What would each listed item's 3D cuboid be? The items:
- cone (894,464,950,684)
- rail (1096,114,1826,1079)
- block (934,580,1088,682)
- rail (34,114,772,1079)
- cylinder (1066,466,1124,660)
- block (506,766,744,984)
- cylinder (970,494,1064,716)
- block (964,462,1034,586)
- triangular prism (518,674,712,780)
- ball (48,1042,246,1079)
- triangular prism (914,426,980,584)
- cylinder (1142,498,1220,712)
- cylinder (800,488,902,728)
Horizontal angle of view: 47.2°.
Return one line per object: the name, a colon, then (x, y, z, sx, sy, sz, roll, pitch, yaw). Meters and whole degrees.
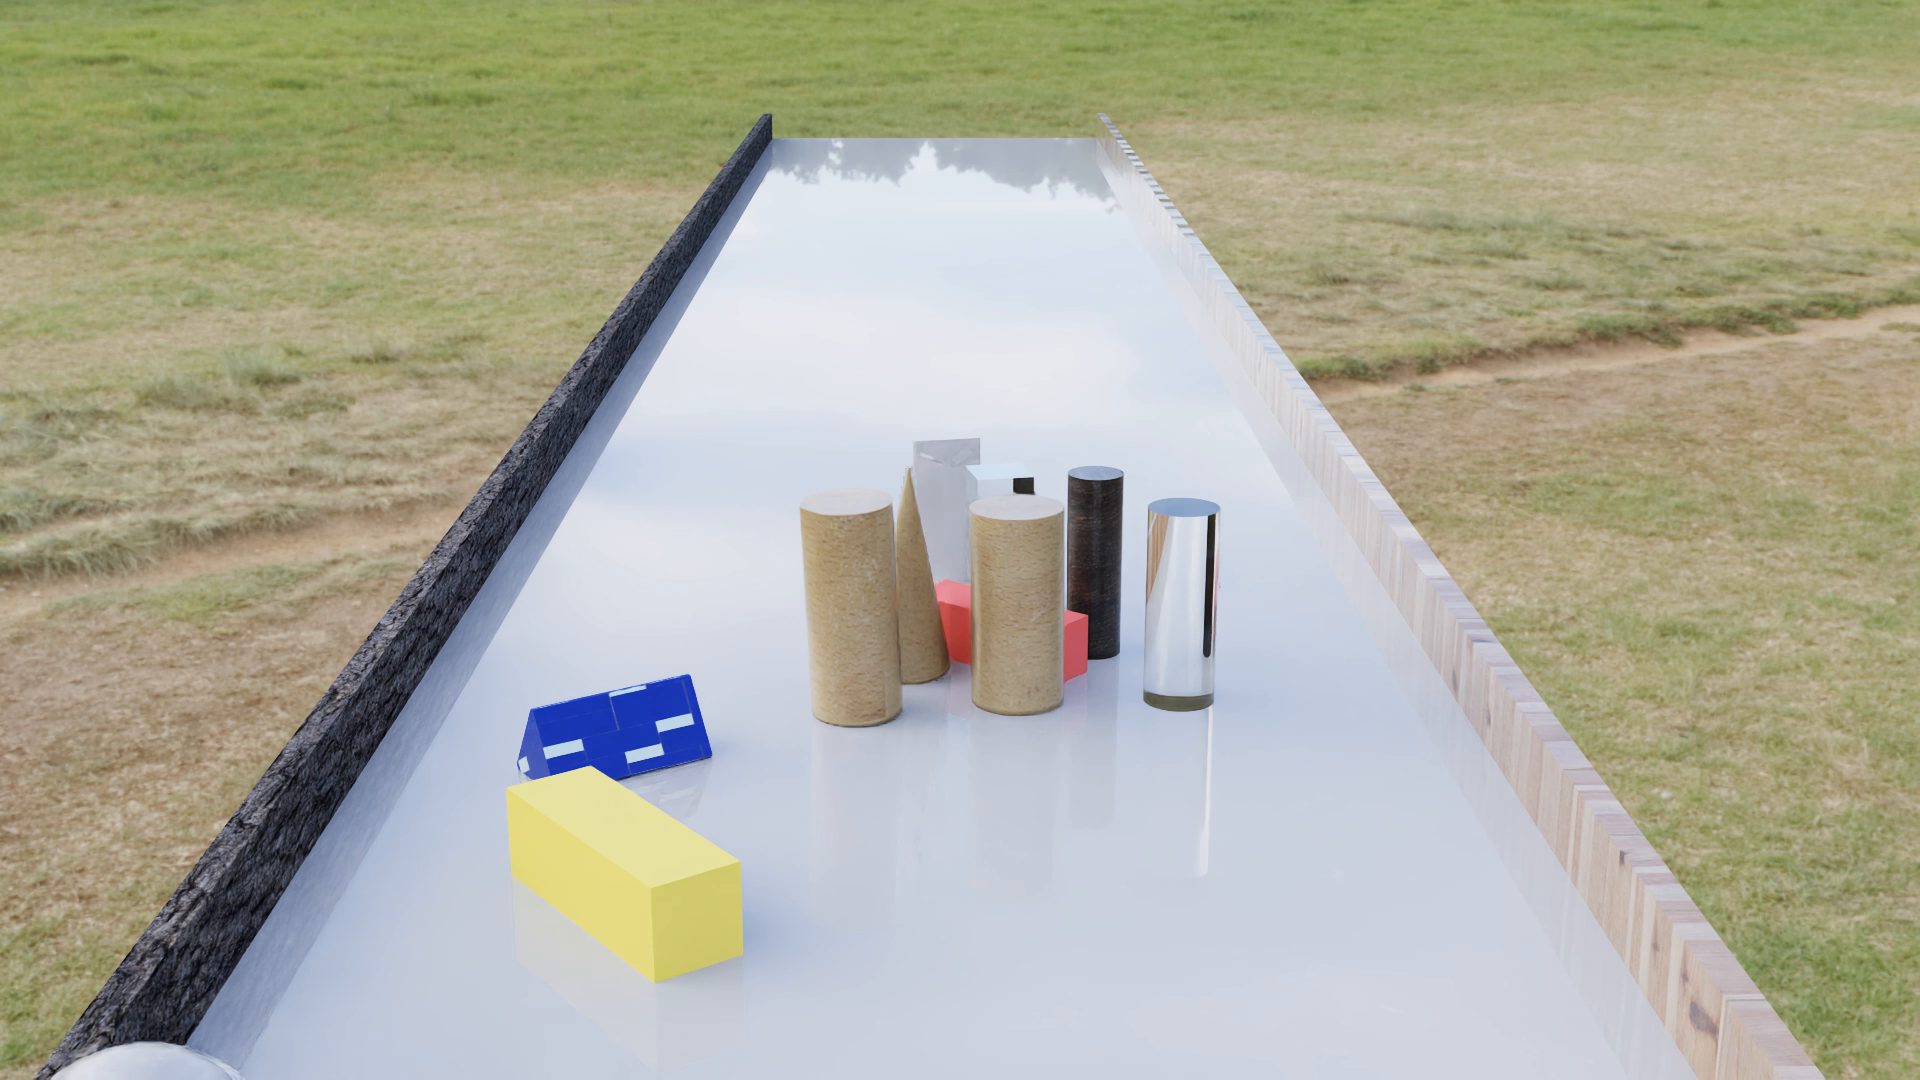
cone: (-0.100, 0.050, 4.252, 0.170, 0.436, 0.170, 1, 28, 0)
rail: (0.932, -0.844, 7.801, 0.050, 0.150, 12.000, 0, 17, -1)
block: (0.074, 0.184, 4.401, 0.364, 0.118, 0.118, 13, 21, 38)
rail: (-1.118, -0.838, 7.780, 0.050, 0.150, 12.000, 0, 17, -1)
cylinder: (0.270, 0.046, 4.417, 0.111, 0.374, 0.111, 0, 17, 0)
block: (-0.510, 0.494, 3.308, 0.148, 0.148, 0.450, -12, 20, -36)
cylinder: (0.108, 0.121, 4.147, 0.176, 0.381, 0.176, -1, 17, 0)
block: (0.082, 0.005, 4.663, 0.120, 0.312, 0.120, -4, 17, -12)
triangular prism: (-0.610, 0.329, 3.875, 0.305, 0.133, 0.154, -11, 20, -33)
ball: (-0.885, 0.694, 2.372, 0.298, 0.298, 0.298, 0, 17, 0)
triangular prism: (-0.041, -0.080, 4.917, 0.147, 0.330, 0.127, -3, 17, -11)
cylinder: (0.418, 0.122, 4.149, 0.136, 0.381, 0.136, 0, 17, 0)
cylinder: (-0.200, 0.124, 4.076, 0.171, 0.411, 0.171, -2, 18, 1)
